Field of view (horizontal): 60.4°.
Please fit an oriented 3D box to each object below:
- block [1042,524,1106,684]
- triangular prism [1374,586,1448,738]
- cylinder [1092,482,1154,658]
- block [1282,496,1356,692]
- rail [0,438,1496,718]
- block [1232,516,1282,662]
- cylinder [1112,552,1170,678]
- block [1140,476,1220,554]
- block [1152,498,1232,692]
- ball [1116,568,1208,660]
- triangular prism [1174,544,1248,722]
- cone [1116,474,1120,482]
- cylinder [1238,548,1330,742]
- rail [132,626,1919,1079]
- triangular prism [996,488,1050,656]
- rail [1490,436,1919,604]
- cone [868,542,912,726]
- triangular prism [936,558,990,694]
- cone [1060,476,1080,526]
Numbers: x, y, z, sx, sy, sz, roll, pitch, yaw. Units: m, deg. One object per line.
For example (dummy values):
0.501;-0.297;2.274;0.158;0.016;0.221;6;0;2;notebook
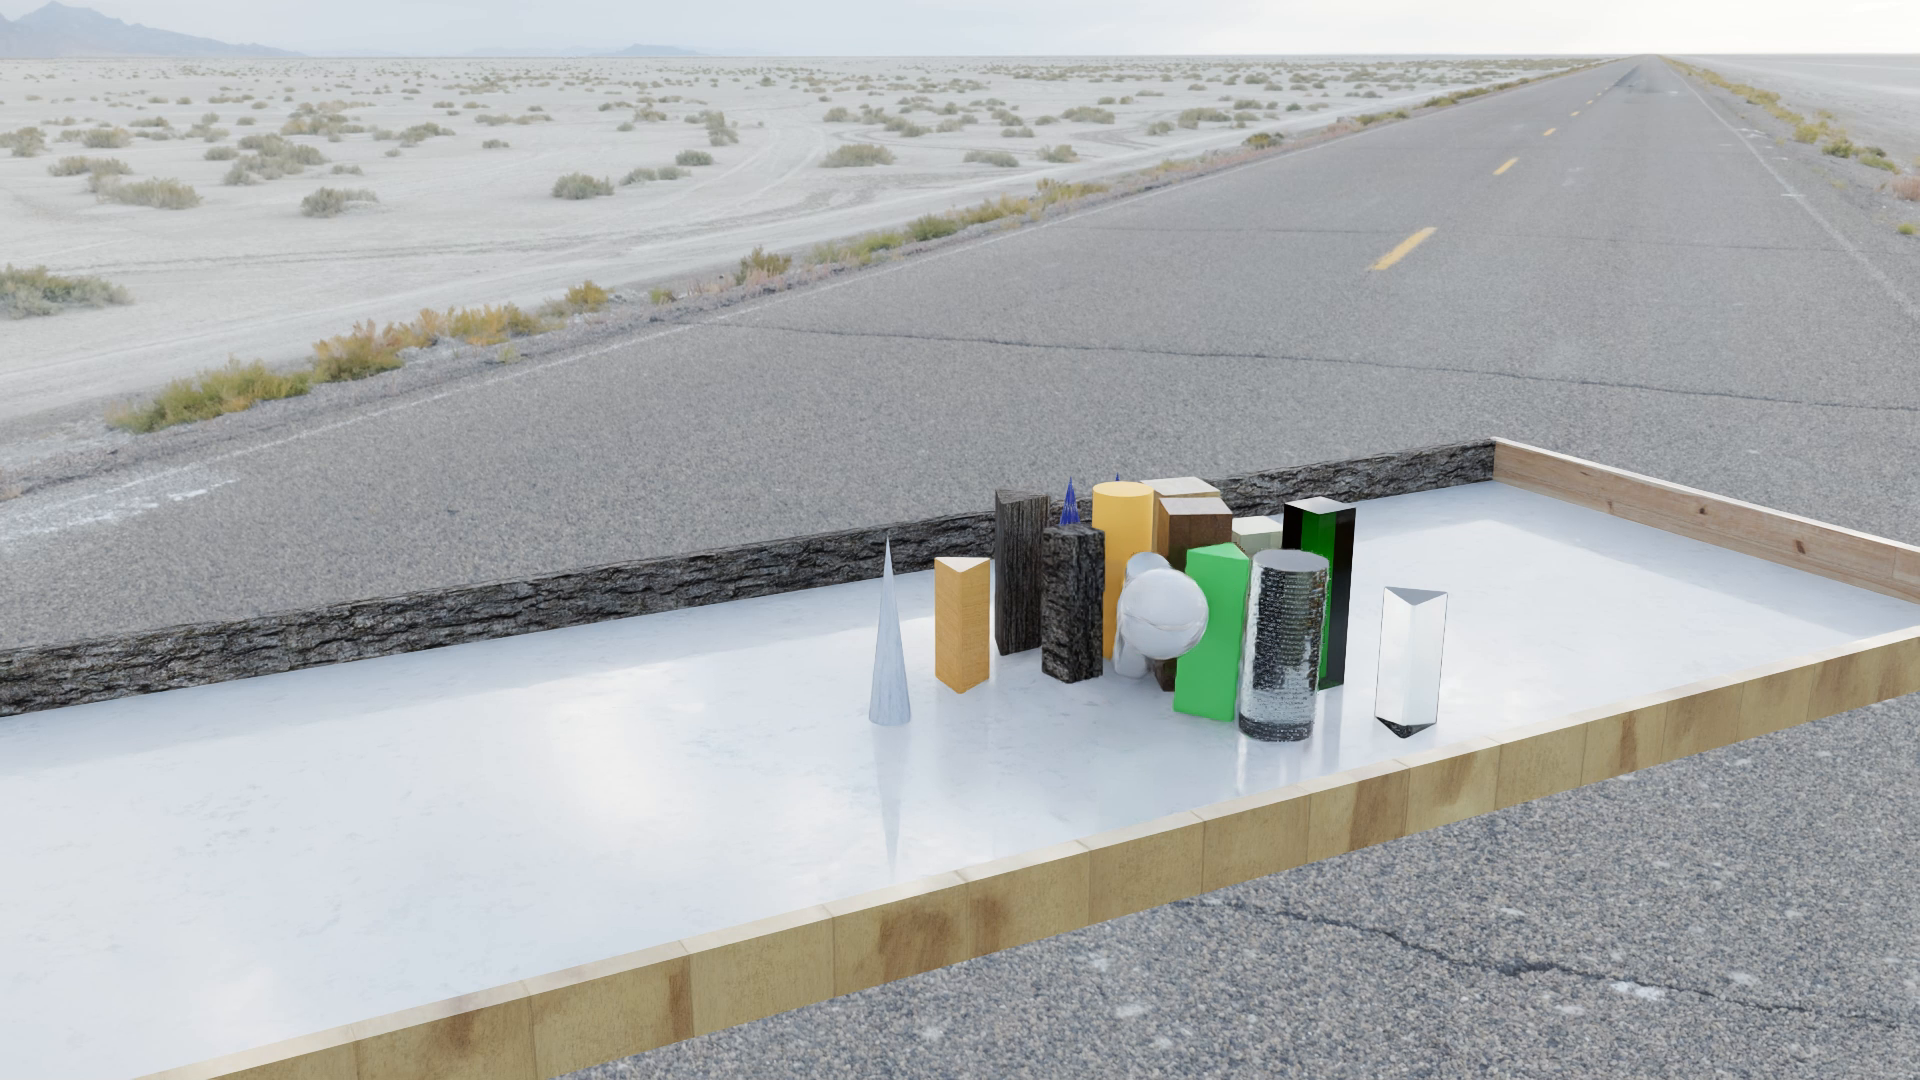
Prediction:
0.283;0.158;4.140;0.109;0.376;0.109;-10;17;-33;block
1.030;0.276;3.841;0.141;0.323;0.122;-14;22;-40;triangular prism
0.420;0.079;4.308;0.156;0.439;0.156;0;16;0;cylinder
0.877;0.135;4.080;0.121;0.459;0.121;-10;19;-31;block
-3.305;0.497;3.399;12.000;0.150;0.050;-9;18;-27;rail
0.758;0.126;4.321;0.145;0.342;0.145;-6;17;-19;block
0.445;0.190;4.065;0.106;0.359;0.106;1;47;-1;cylinder
0.600;0.035;4.559;0.166;0.382;0.166;-5;17;-16;block
0.574;0.135;4.089;0.153;0.455;0.153;-1;16;-3;block
0.459;0.167;3.745;0.209;0.209;0.209;0;16;0;ball
0.612;0.213;3.917;0.146;0.398;0.127;10;17;23;triangular prism
0.458;-0.032;4.839;0.146;0.351;0.146;0;16;0;cone
0.744;0.241;3.797;0.172;0.410;0.172;2;17;-1;cylinder
-2.336;1.006;1.665;12.000;0.150;0.050;-9;18;-27;rail
0.134;0.078;4.359;0.154;0.412;0.133;-11;20;-33;triangular prism
2.466;-0.048;5.253;0.050;0.150;2.100;-9;18;-27;rail
-0.166;0.205;3.855;0.102;0.453;0.102;0;16;0;cone
-0.012;0.203;4.104;0.117;0.315;0.135;10;19;31;triangular prism
0.305;0.013;4.597;0.166;0.401;0.166;0;16;0;cone
